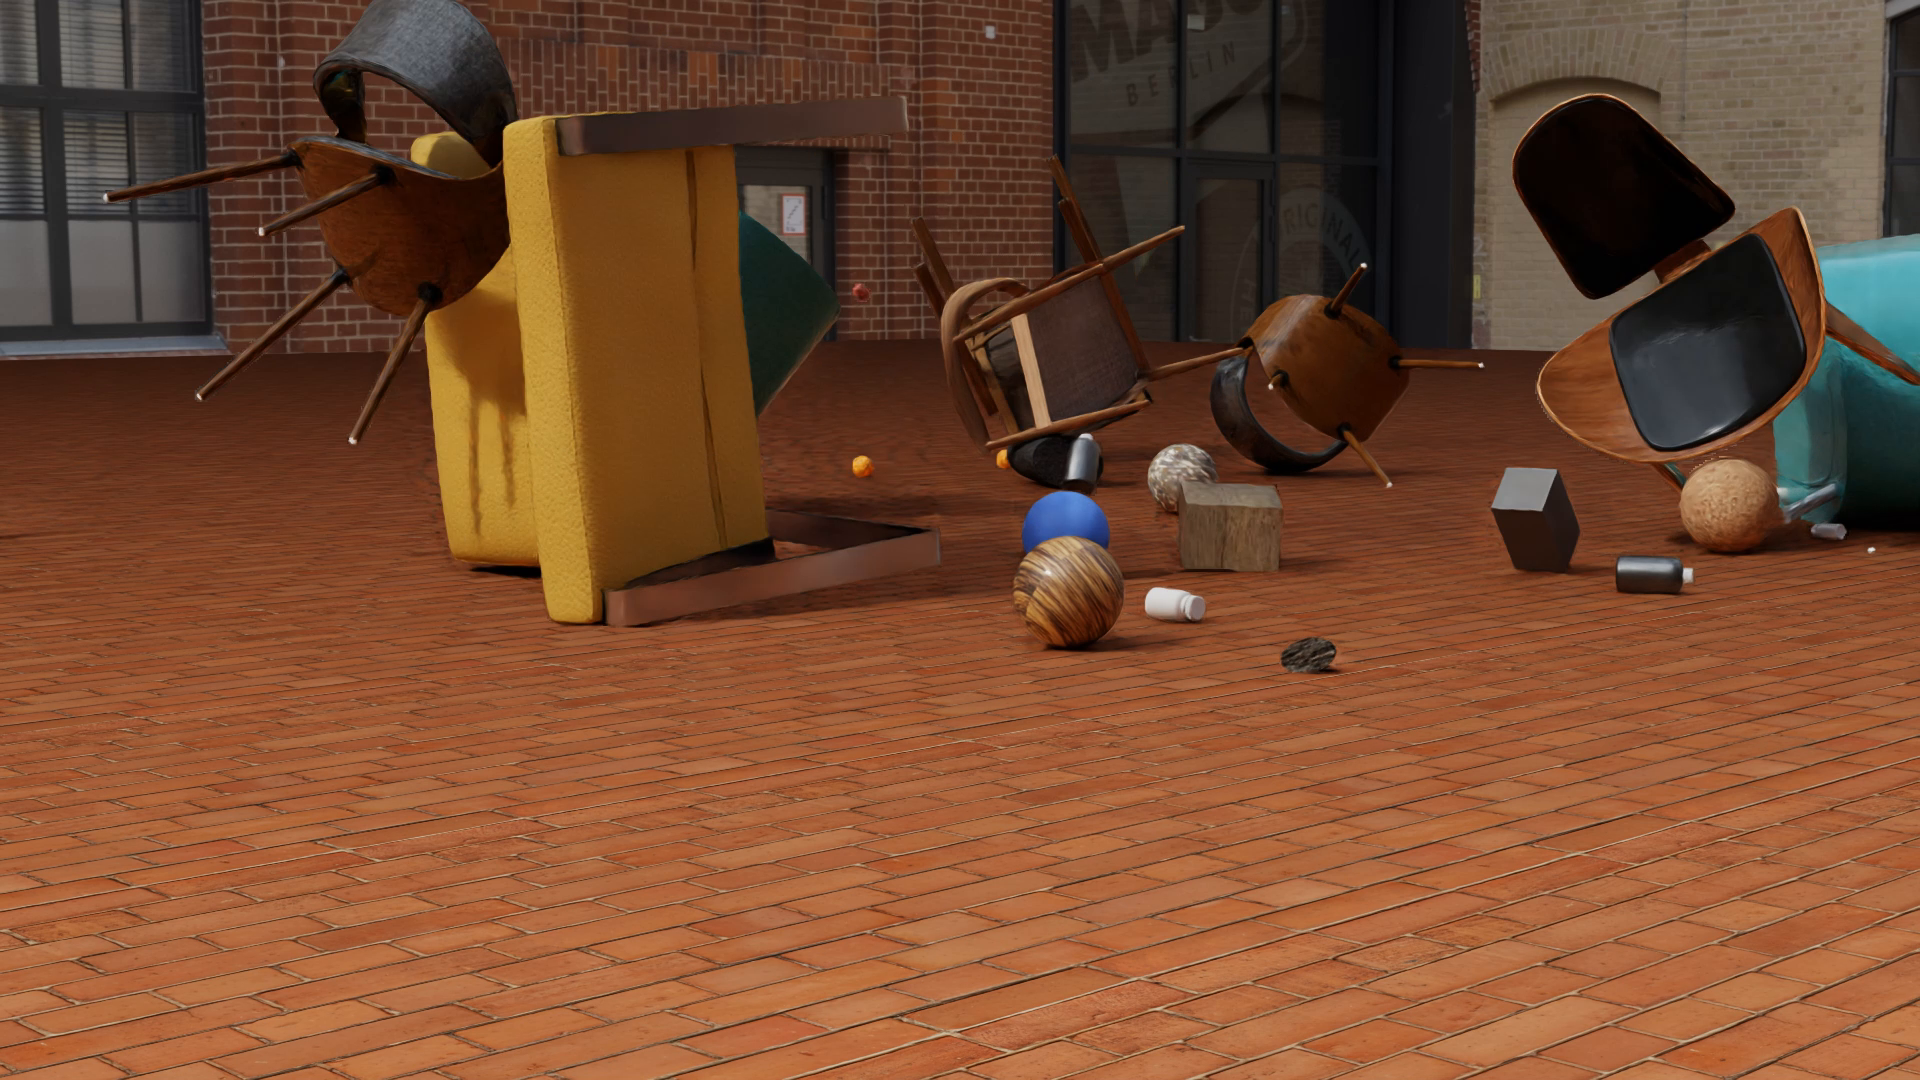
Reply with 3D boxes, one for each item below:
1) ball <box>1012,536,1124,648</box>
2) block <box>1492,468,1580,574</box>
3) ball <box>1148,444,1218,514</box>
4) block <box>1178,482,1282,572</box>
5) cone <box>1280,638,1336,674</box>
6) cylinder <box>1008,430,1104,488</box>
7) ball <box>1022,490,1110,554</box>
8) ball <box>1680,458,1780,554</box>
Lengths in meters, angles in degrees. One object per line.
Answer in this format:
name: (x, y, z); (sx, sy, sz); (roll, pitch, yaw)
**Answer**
ball: (0.193, 0.092, 4.549); (0.199, 0.199, 0.199); (0, 6, 0)
block: (1.278, -0.044, 5.689); (0.118, 0.211, 0.121); (4, 52, 34)
ball: (0.617, -0.170, 7.110); (0.196, 0.196, 0.196); (0, 6, 0)
block: (0.608, -0.031, 5.800); (0.213, 0.148, 0.219); (2, 14, 1)
cone: (0.588, 0.202, 4.314); (0.094, 0.057, 0.114); (-15, -11, 8)
cylinder: (0.298, -0.254, 8.076); (0.235, 0.161, 0.265); (10, 3, -17)
ball: (0.230, -0.012, 5.588); (0.192, 0.192, 0.192); (0, 6, 0)
ball: (1.829, -0.082, 6.099); (0.228, 0.228, 0.228); (0, 6, 0)
